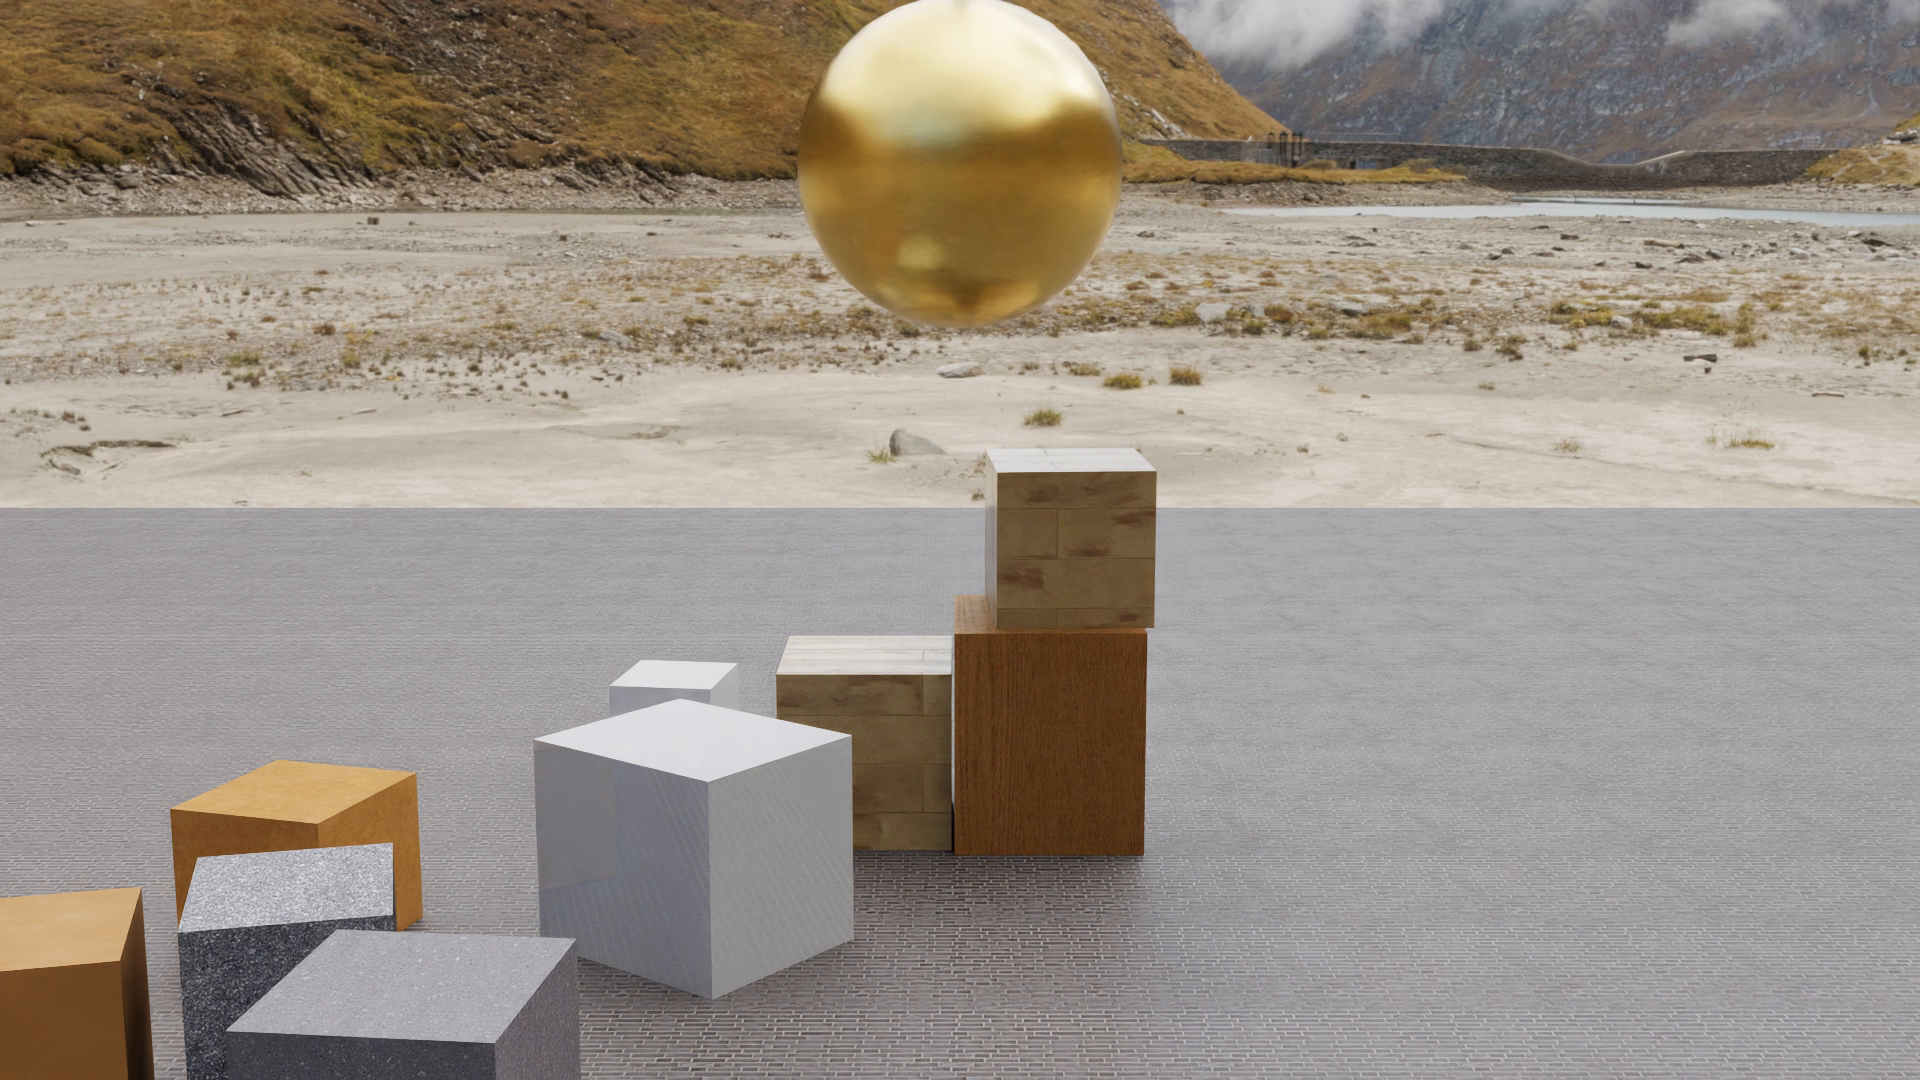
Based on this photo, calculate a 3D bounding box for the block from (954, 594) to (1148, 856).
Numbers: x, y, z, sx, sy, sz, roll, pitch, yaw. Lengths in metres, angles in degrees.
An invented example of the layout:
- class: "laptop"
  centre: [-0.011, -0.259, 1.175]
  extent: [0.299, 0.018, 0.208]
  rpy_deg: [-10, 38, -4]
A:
- class: "block"
  centre: [0.443, 0.929, 11.299]
  extent: [0.942, 1.129, 0.929]
  rpy_deg: [0, 10, 0]

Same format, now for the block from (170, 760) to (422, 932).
- class: "block"
  centre: [-2.919, 1.438, 9.737]
  extent: [0.723, 0.686, 0.790]
  rpy_deg: [3, 11, 17]

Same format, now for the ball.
- class: "ball"
  centre: [0.000, -1.838, 10.736]
  extent: [1.600, 1.600, 1.600]
  rpy_deg: [0, 10, 0]

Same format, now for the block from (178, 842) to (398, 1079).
- class: "block"
  centre: [-2.401, 1.666, 7.976]
  extent: [0.706, 0.868, 0.816]
  rpy_deg: [-3, 11, -14]

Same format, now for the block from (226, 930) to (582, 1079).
- class: "block"
  centre: [-1.753, 1.833, 7.093]
  extent: [0.837, 0.856, 0.874]
  rpy_deg: [1, 10, 6]

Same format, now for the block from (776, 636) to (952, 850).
- class: "block"
  centre: [-0.476, 1.032, 11.361]
  extent: [0.865, 0.905, 0.857]
  rpy_deg: [0, 10, 0]

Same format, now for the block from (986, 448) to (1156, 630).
- class: "block"
  centre: [0.546, -0.021, 11.179]
  extent: [0.780, 0.784, 0.828]
  rpy_deg: [-1, 10, -3]

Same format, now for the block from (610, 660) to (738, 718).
- class: "block"
  centre: [-1.586, 1.030, 12.286]
  extent: [0.566, 0.577, 0.609]
  rpy_deg: [1, 10, 8]

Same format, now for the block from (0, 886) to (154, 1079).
- class: "block"
  centre: [-3.313, 1.752, 7.767]
  extent: [0.773, 0.773, 0.776]
  rpy_deg: [-3, 11, -15]

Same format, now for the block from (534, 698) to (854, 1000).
- class: "block"
  centre: [-1.165, 1.321, 9.684]
  extent: [1.054, 0.936, 0.900]
  rpy_deg: [8, 13, 37]
